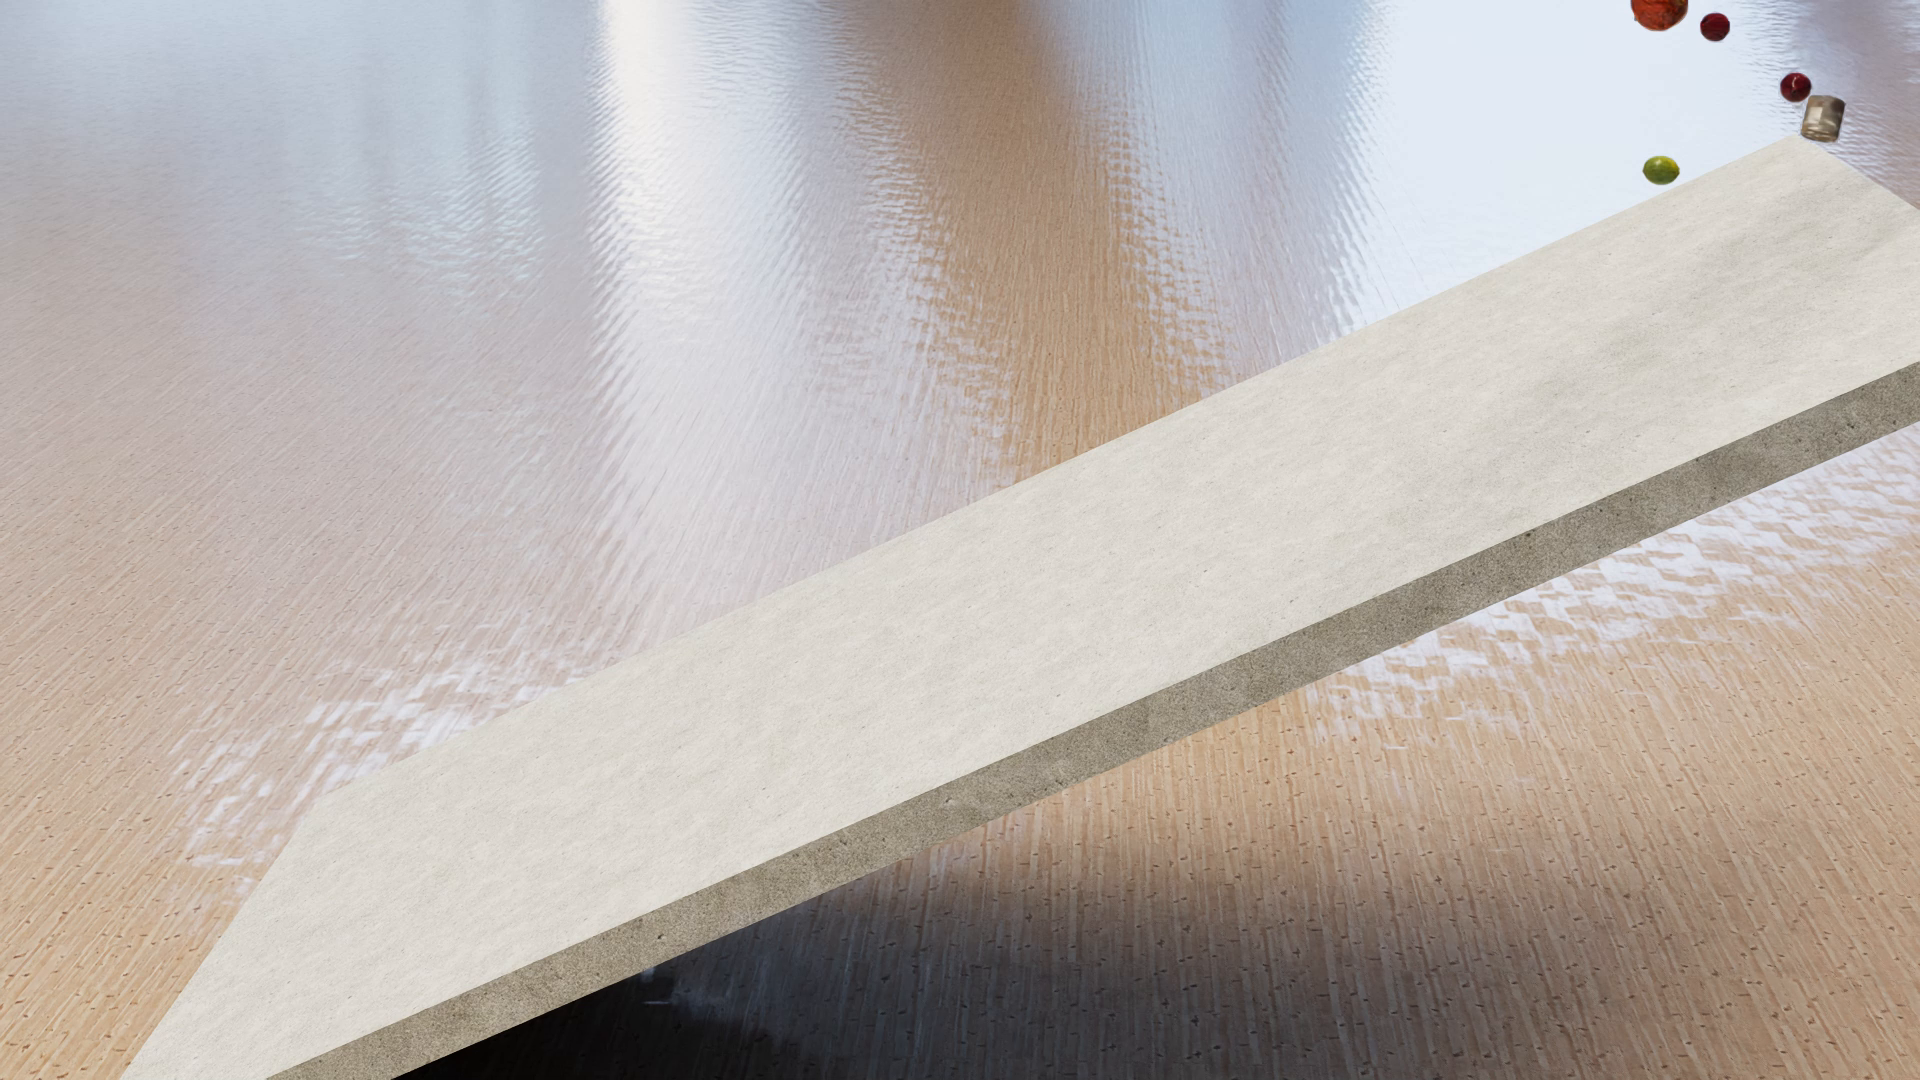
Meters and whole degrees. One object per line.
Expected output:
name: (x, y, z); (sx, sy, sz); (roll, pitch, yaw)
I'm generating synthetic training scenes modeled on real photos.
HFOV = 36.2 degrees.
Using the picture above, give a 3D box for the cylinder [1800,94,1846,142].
cylinder: (1.648, -0.804, 5.616); (0.070, 0.070, 0.070); (14, -7, 2)

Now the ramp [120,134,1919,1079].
ramp: (0.136, 0.169, 6.282); (4.000, 0.100, 2.000); (-24, 13, 9)
